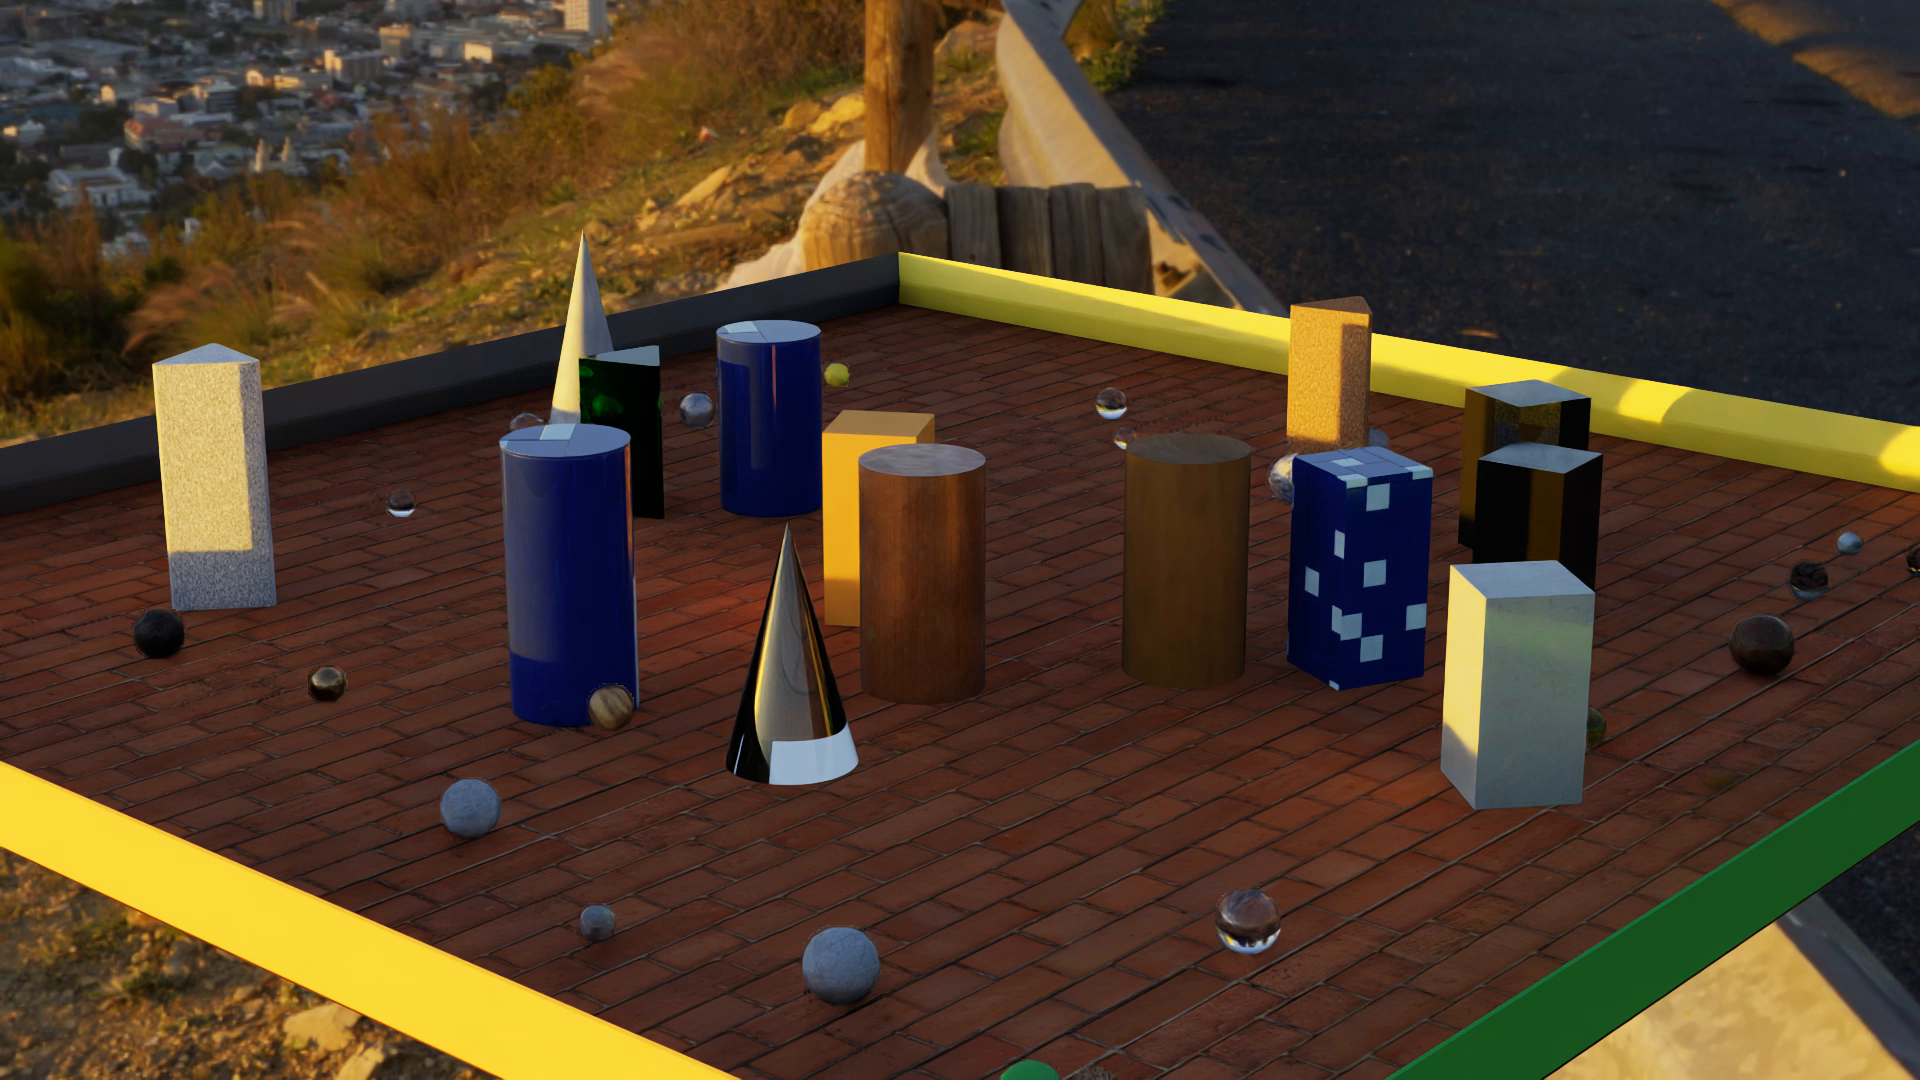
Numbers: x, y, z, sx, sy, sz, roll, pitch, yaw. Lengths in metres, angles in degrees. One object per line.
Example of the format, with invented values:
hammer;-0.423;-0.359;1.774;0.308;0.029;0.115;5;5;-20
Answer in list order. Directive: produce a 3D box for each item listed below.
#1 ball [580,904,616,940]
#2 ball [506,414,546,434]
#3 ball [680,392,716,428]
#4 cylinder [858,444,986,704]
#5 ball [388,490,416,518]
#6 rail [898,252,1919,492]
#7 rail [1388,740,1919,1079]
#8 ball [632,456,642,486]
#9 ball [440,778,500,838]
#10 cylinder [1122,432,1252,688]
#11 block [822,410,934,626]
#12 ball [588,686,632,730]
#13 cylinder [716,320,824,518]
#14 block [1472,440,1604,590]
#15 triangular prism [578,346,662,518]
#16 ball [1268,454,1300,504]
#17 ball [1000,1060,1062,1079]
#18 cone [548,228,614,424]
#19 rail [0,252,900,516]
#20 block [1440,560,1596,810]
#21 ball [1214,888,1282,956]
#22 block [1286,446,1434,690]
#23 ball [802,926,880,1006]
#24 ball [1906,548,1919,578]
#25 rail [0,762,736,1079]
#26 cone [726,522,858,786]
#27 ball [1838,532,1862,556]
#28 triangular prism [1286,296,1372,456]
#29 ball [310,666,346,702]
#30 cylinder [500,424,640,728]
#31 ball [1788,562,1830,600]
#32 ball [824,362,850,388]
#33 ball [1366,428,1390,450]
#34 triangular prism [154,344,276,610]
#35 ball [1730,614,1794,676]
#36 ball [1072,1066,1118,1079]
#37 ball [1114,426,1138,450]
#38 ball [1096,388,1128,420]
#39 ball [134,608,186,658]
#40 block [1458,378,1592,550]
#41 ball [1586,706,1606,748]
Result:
ball;-0.464;0.489;3.752;0.046;0.046;0.046;0;17;0
ball;-0.891;-0.220;6.030;0.082;0.082;0.082;0;17;0
ball;-0.558;-0.276;6.240;0.076;0.076;0.076;0;17;0
cylinder;-0.060;0.052;4.639;0.200;0.371;0.200;0;17;0
ball;-1.066;-0.069;5.593;0.052;0.052;0.052;0;17;0
rail;1.118;-0.339;6.353;3.418;0.130;0.045;14;22;39
rail;1.273;0.351;4.062;0.045;0.130;3.459;14;22;39
ball;-0.663;-0.136;5.795;0.066;0.066;0.066;0;17;0
ball;-0.680;0.373;4.072;0.083;0.083;0.083;0;17;0
cylinder;0.363;0.031;4.712;0.200;0.370;0.200;0;17;0
block;-0.137;-0.036;4.992;0.160;0.336;0.160;3;17;10
ball;-0.533;0.256;4.469;0.068;0.068;0.068;0;17;0
cylinder;-0.365;-0.235;5.642;0.200;0.342;0.200;0;17;0
block;0.997;-0.020;5.072;0.160;0.259;0.160;12;20;34
triangular prism;-0.617;-0.213;5.643;0.173;0.300;0.150;7;18;22
ball;0.647;-0.118;5.679;0.097;0.097;0.097;0;17;0
ball;0.079;0.619;3.267;0.078;0.078;0.078;0;17;0
cone;-0.758;-0.400;5.962;0.200;0.474;0.200;0;17;0
rail;-1.273;-0.286;6.178;0.045;0.130;3.459;14;22;39
block;0.800;0.207;4.220;0.160;0.317;0.160;-3;17;-8
ball;0.364;0.483;3.708;0.084;0.084;0.084;0;17;0
block;0.640;0.043;4.712;0.160;0.347;0.160;-8;18;-24
ball;-0.145;0.518;3.569;0.095;0.095;0.095;0;17;0
ball;1.715;0.040;5.229;0.053;0.053;0.053;0;17;0
rail;-1.118;0.404;3.886;3.418;0.130;0.045;14;22;39
cone;-0.250;0.150;4.312;0.200;0.373;0.200;0;17;0
ball;1.625;0.007;5.357;0.043;0.043;0.043;0;17;0
triangular prism;0.771;-0.312;5.906;0.173;0.338;0.150;10;19;29
ball;-0.993;0.227;4.605;0.056;0.056;0.056;0;17;0
cylinder;-0.602;0.053;4.532;0.200;0.430;0.200;0;17;0
ball;1.478;0.071;5.103;0.068;0.068;0.068;0;17;0
ball;-0.276;-0.370;6.588;0.056;0.056;0.056;0;17;0
ball;0.849;-0.198;6.009;0.060;0.060;0.060;0;17;0
triangular prism;-1.282;-0.112;5.074;0.173;0.435;0.150;-3;17;-9
ball;1.292;0.169;4.720;0.100;0.100;0.100;0;17;0
ball;0.152;0.621;3.296;0.057;0.057;0.057;0;17;0
ball;0.343;-0.211;6.074;0.047;0.047;0.047;0;17;0
ball;0.325;-0.293;6.310;0.069;0.069;0.069;0;17;0
ball;-1.312;0.153;4.807;0.082;0.082;0.082;0;17;0
block;1.031;-0.126;5.362;0.160;0.295;0.160;-8;19;-26
ball;0.941;0.282;4.413;0.062;0.062;0.062;0;17;0
